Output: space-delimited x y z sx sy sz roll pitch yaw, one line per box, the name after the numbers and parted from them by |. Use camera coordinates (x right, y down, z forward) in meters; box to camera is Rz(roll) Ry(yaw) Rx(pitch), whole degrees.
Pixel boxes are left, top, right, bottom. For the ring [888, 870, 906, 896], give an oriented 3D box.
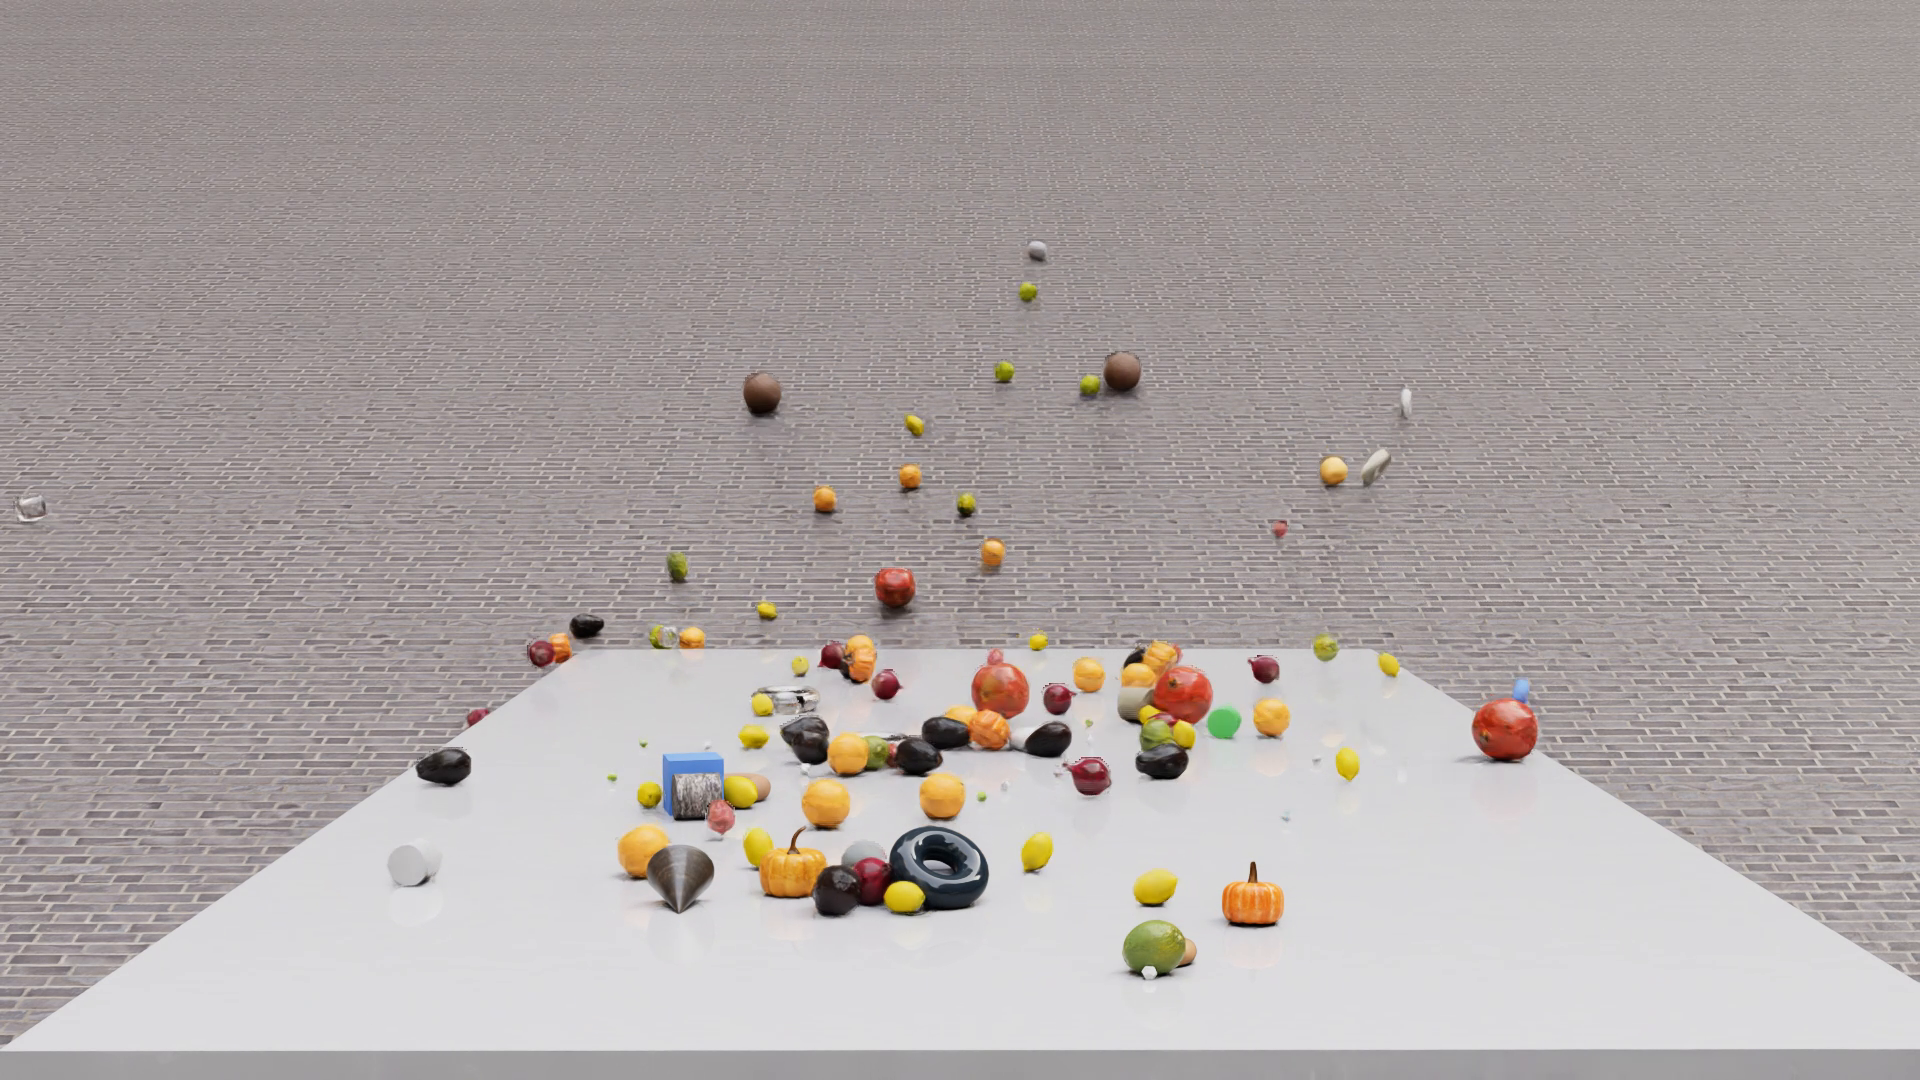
-0.038 0.439 3.331 0.114 0.038 0.114 1 4 0 | ring

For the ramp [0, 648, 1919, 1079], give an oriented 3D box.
0.049 0.440 4.532 2.000 0.100 4.000 0 3 0 | ramp

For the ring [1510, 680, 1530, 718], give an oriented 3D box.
1.383 0.393 6.349 0.034 0.102 0.102 11 23 11 | ring

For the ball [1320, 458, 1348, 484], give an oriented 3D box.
1.157 -0.213 7.959 0.086 0.086 0.086 0 21 0 | ball

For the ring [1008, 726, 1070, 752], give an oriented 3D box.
0.144 0.363 4.684 0.111 0.037 0.111 -1 4 0 | ring

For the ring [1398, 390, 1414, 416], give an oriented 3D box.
1.490 -0.457 8.578 0.031 0.093 0.093 -13 12 31 | ring

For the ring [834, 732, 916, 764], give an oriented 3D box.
-0.150 0.366 4.532 0.143 0.048 0.143 1 2 0 | ring

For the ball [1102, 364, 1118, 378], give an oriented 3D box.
0.527 -0.592 8.995 0.054 0.054 0.054 0 21 0 | ball

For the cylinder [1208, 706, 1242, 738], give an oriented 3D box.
0.498 0.343 4.846 0.057 0.057 0.057 5 4 14 | cylinder

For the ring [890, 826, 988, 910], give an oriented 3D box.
-0.026 0.416 3.263 0.131 0.044 0.131 12 36 -9 | ring

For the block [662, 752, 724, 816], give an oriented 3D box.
-0.415 0.378 3.993 0.084 0.084 0.084 -1 3 -13 | block

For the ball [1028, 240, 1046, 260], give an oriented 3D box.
0.316 -1.183 10.511 0.080 0.080 0.080 0 21 0 | ball

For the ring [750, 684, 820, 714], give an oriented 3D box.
-0.357 0.326 5.254 0.143 0.048 0.143 -1 4 0 | ring

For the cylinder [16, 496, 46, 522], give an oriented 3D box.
-2.773 -0.094 7.668 0.070 0.070 0.070 -13 25 -32 | cylinder

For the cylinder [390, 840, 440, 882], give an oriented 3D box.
-0.721 0.426 3.403 0.055 0.055 0.055 0 -9 0 | cylinder

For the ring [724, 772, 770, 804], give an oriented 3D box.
-0.357 0.396 4.102 0.111 0.037 0.111 -1 4 0 | ring

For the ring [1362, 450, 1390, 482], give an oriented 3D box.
1.287 -0.229 7.966 0.039 0.117 0.117 38 35 18 | ring

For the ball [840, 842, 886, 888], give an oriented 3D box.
-0.126 0.426 3.360 0.061 0.061 0.061 0 21 0 | ball

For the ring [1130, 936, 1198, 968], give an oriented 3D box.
0.231 0.468 2.924 0.077 0.026 0.077 -1 3 0 | ring

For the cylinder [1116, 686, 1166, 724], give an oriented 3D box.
0.357 0.325 5.066 0.069 0.069 0.069 3 17 45 | cylinder

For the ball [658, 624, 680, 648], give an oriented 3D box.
-0.746 0.247 6.587 0.060 0.060 0.060 0 21 0 | ball
